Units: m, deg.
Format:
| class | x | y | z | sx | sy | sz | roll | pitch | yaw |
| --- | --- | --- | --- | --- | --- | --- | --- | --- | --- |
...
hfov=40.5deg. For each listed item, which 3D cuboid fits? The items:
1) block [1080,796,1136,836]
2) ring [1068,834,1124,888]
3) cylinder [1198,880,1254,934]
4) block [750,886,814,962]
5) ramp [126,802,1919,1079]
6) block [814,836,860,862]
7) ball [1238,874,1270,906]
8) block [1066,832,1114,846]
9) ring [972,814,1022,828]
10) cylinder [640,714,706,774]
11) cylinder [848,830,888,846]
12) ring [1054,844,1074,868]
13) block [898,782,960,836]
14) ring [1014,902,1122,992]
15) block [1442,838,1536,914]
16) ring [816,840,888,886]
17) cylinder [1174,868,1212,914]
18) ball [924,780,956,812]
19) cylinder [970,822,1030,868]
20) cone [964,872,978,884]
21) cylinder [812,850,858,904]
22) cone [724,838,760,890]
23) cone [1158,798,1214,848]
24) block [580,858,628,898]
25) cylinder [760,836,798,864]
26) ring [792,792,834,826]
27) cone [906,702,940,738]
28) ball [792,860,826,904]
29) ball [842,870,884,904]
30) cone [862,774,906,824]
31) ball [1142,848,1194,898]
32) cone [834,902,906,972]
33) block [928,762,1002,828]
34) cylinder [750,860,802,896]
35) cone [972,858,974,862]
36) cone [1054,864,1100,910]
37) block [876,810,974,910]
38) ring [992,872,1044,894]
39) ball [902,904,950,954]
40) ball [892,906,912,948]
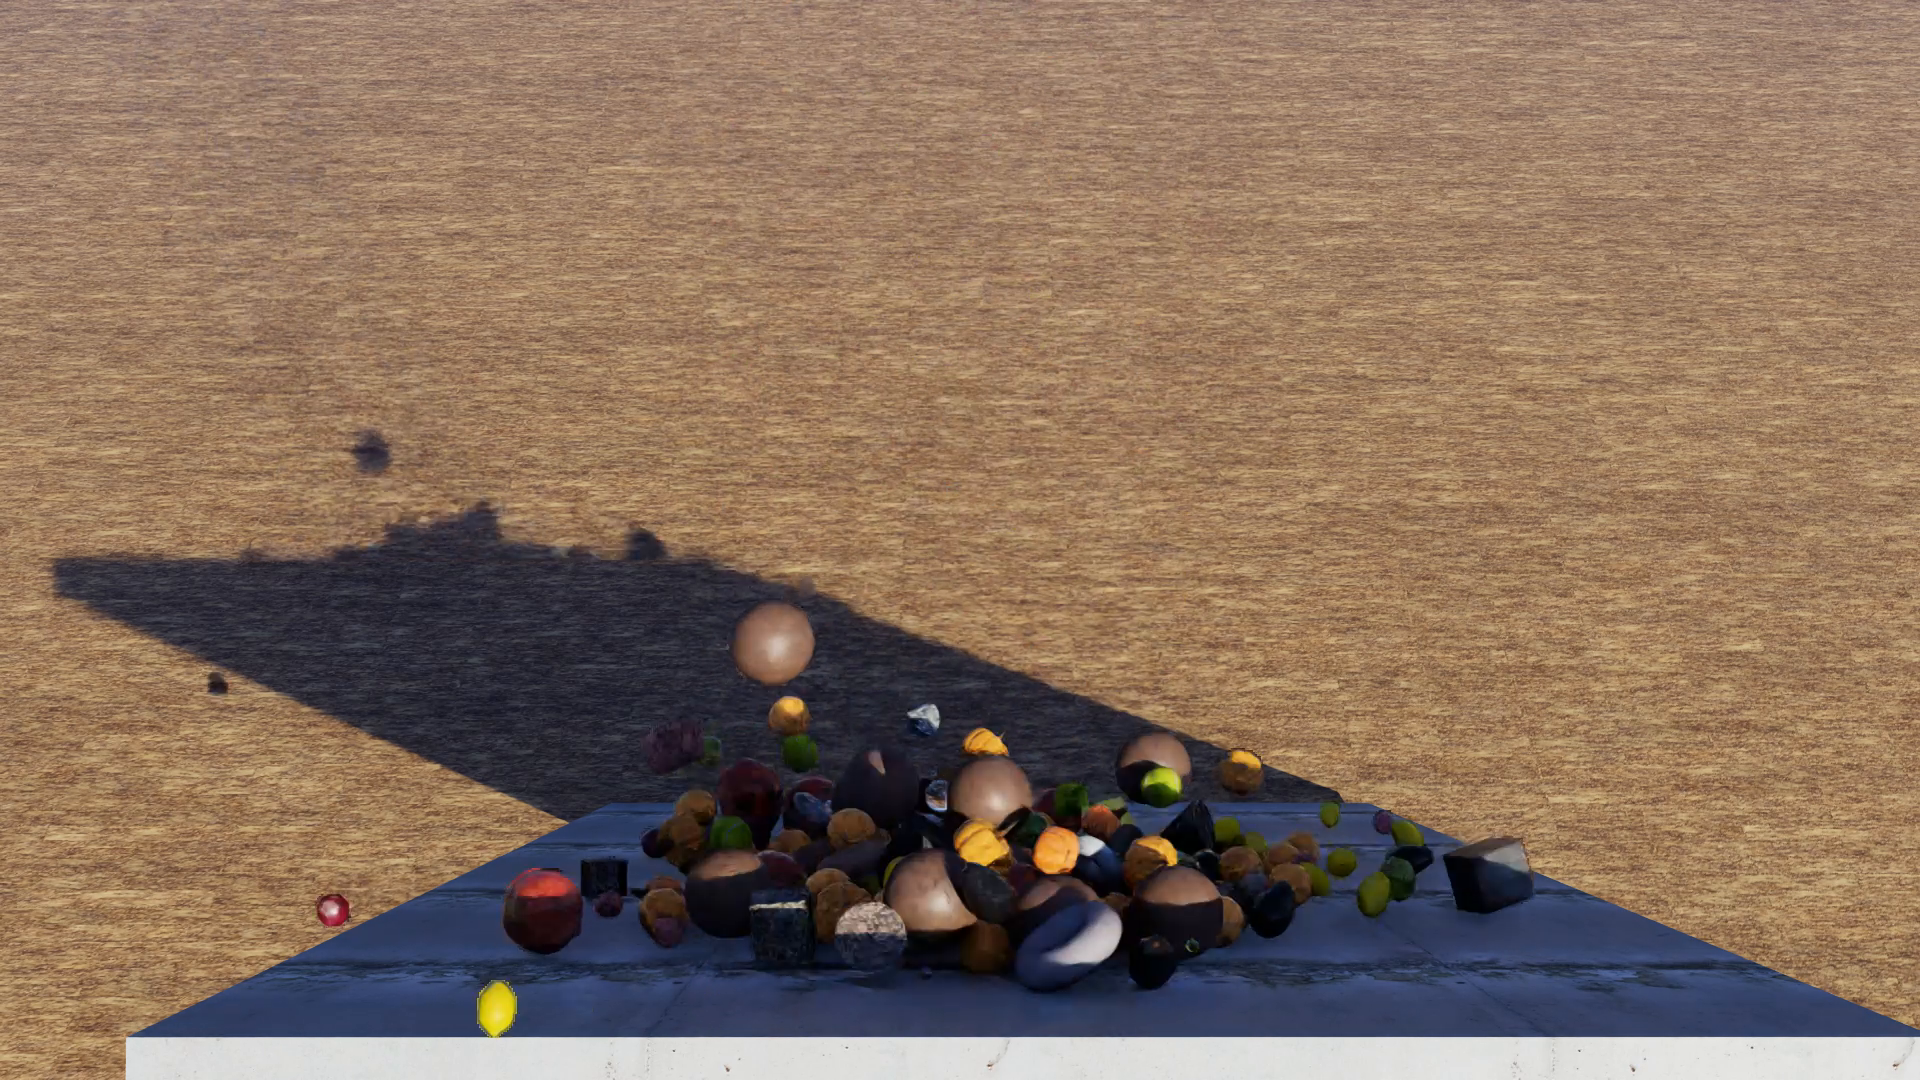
| class | x | y | z | sx | sy | sz | roll | pitch | yaw |
| --- | --- | --- | --- | --- | --- | --- | --- | --- | --- |
| block | 0.267 | 0.521 | 4.650 | 0.077 | 0.077 | 0.077 | -15 | 39 | -9 |
| ring | 0.196 | 0.462 | 3.742 | 0.094 | 0.094 | 0.031 | 27 | 60 | 33 |
| cylinder | 0.397 | 0.550 | 3.894 | 0.073 | 0.073 | 0.073 | -3 | -2 | -4 |
| block | -0.239 | 0.518 | 3.507 | 0.079 | 0.079 | 0.079 | -5 | 7 | -2 |
| ramp | 0.079 | 0.672 | 4.868 | 2.000 | 0.100 | 4.000 | 0 | -2 | 0 |
| block | -0.221 | 0.574 | 4.660 | 0.080 | 0.080 | 0.080 | 0 | -2 | -2 |
| ball | 0.482 | 0.574 | 4.264 | 0.052 | 0.052 | 0.052 | 0 | 36 | 0 |
| block | 0.236 | 0.554 | 4.436 | 0.087 | 0.087 | 0.087 | 1 | 10 | -31 |
| ring | 0.082 | 0.639 | 5.843 | 0.115 | 0.038 | 0.115 | 1 | -3 | 0 |
| cylinder | -0.519 | 0.369 | 4.695 | 0.085 | 0.085 | 0.085 | -23 | 34 | 13 |
| cylinder | -0.179 | 0.575 | 4.746 | 0.086 | 0.086 | 0.086 | 6 | -1 | 8 |
| ring | 0.194 | 0.545 | 4.215 | 0.037 | 0.112 | 0.112 | -18 | 39 | -35 |
| block | -0.058 | 0.544 | 5.026 | 0.093 | 0.093 | 0.093 | 18 | 37 | -13 |
| ring | 0.136 | 0.509 | 3.257 | 0.150 | 0.050 | 0.150 | -31 | 13 | 8 |
| block | 0.849 | 0.538 | 4.171 | 0.093 | 0.093 | 0.093 | -17 | 2 | -18 |
| ring | -0.154 | 0.462 | 3.713 | 0.111 | 0.037 | 0.111 | -22 | 2 | 1 |
| cylinder | 0.374 | 0.553 | 4.099 | 0.057 | 0.057 | 0.057 | -13 | 70 | -17 |
| ball | -0.031 | 0.415 | 4.218 | 0.053 | 0.053 | 0.053 | 0 | 36 | 0 |
| cylinder | 0.077 | 0.581 | 4.956 | 0.083 | 0.083 | 0.083 | 0 | 32 | 31 |
| cone | -0.006 | 0.577 | 4.677 | 0.077 | 0.077 | 0.077 | 0 | -2 | 0 |
| cylinder | -0.193 | 0.549 | 4.228 | 0.070 | 0.070 | 0.070 | -20 | 52 | 28 |
| cone | -0.370 | 0.566 | 4.559 | 0.090 | 0.090 | 0.090 | 0 | -2 | 0 |
| cone | 0.352 | 0.464 | 4.155 | 0.083 | 0.083 | 0.083 | -19 | 30 | 23 |
| block | -0.606 | 0.576 | 4.422 | 0.060 | 0.060 | 0.060 | 1 | -3 | -34 |
| cylinder | -0.350 | 0.600 | 5.023 | 0.055 | 0.055 | 0.055 | -20 | 7 | -25 |
| ring | -0.267 | 0.490 | 4.740 | 0.086 | 0.086 | 0.029 | 39 | 95 | 41 |
| cone | -0.072 | 0.286 | 4.202 | 0.061 | 0.061 | 0.061 | -6 | 73 | 22 |
| ball | -0.253 | 0.563 | 4.265 | 0.074 | 0.074 | 0.074 | 0 | 36 | 0 |
| ball | -0.142 | 0.500 | 3.800 | 0.062 | 0.062 | 0.062 | 0 | 36 | 0 |
| cone | -0.123 | 0.505 | 4.902 | 0.090 | 0.090 | 0.090 | -27 | 14 | 7 |
| ball | 0.351 | 0.561 | 4.384 | 0.086 | 0.086 | 0.086 | 0 | 36 | 0 |
| cone | -0.114 | 0.527 | 3.370 | 0.092 | 0.092 | 0.092 | 0 | 65 | 1 |
| block | 0.010 | 0.446 | 4.545 | 0.090 | 0.090 | 0.090 | 11 | 1 | -20 |
| cylinder | -0.295 | 0.553 | 4.153 | 0.068 | 0.068 | 0.068 | 12 | 75 | 16 |
| cone | 0.060 | 0.590 | 5.127 | 0.083 | 0.083 | 0.083 | 0 | -2 | 0 |
| cone | 0.195 | 0.573 | 4.097 | 0.093 | 0.093 | 0.093 | 0 | 21 | -1 |
| block | -0.051 | 0.466 | 3.724 | 0.097 | 0.097 | 0.097 | 33 | 8 | -12 |
| ring | 0.105 | 0.592 | 4.486 | 0.101 | 0.034 | 0.101 | 0 | -1 | 0 |
| ball | -0.048 | 0.542 | 3.620 | 0.070 | 0.070 | 0.070 | 0 | 36 | 0 |
| ball | -0.079 | 0.549 | 3.690 | 0.060 | 0.060 | 0.060 | 0 | 36 | 0 |
